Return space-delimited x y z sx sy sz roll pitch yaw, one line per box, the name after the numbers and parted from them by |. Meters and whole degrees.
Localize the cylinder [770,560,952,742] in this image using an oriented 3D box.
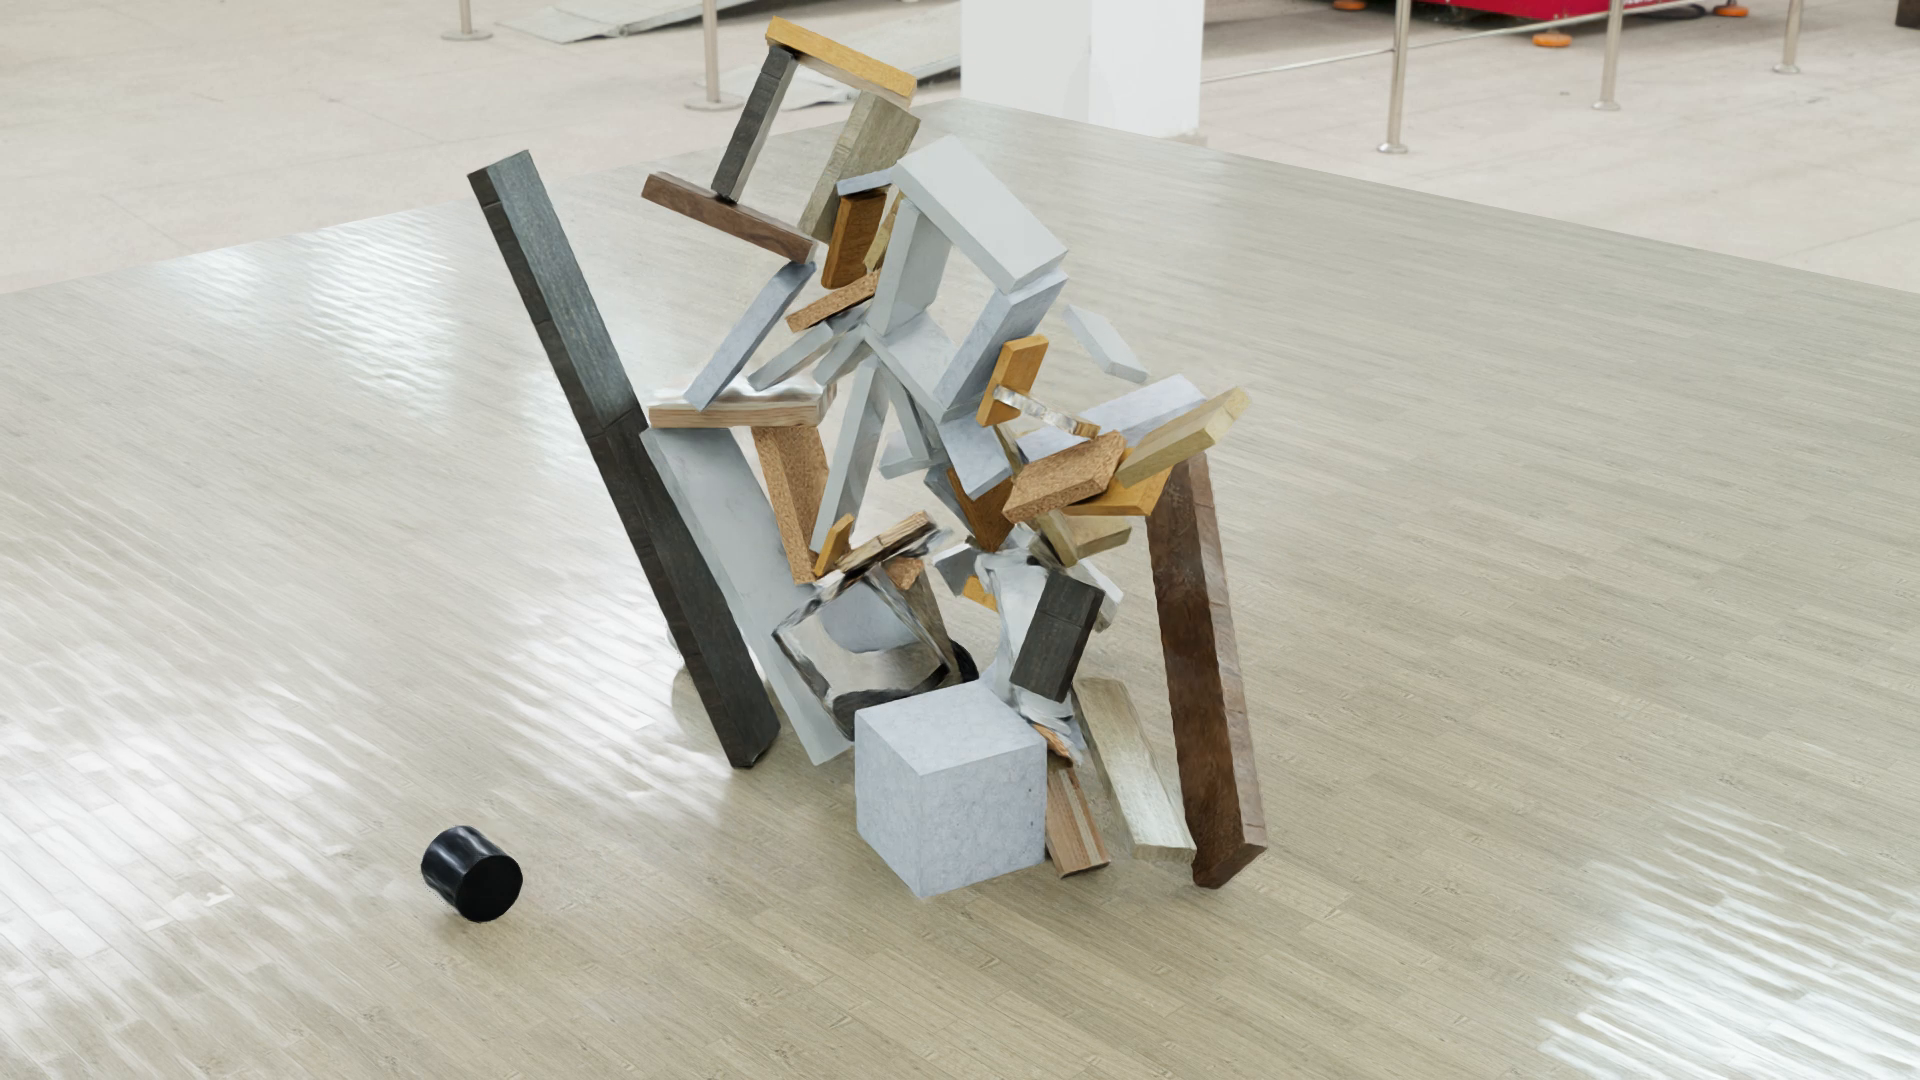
-0.200 0.224 4.461 0.263 0.263 0.263 -34 7 5 | cylinder

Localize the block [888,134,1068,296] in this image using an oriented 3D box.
0.033 -0.580 3.904 0.306 0.043 0.153 46 48 10 | block

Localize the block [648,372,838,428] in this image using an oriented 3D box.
-0.444 -0.288 4.510 0.352 0.050 0.176 0 24 10 | block

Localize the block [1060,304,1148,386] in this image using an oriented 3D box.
0.255 -0.346 3.885 0.091 0.026 0.182 15 30 -37 | block

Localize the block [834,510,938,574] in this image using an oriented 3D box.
-0.151 0.008 4.570 0.211 0.030 0.105 -30 -11 5 | block

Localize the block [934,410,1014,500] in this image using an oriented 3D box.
0.026 -0.177 4.195 0.095 0.027 0.191 -34 54 15 | block

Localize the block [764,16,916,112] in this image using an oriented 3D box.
-0.227 -0.916 4.229 0.294 0.042 0.147 23 0 -2 | block

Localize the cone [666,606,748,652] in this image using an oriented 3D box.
-0.537 0.272 4.999 0.212 0.212 0.212 -9 51 -20 | cone

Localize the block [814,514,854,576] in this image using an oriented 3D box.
-0.257 0.010 4.496 0.019 0.131 0.066 35 42 12 | block

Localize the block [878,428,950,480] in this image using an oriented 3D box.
-0.045 -0.201 4.442 0.239 0.034 0.120 -16 35 29 | block

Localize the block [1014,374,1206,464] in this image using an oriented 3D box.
0.297 -0.215 4.291 0.356 0.050 0.178 -22 22 -3 | block

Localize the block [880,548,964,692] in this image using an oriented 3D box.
-0.074 0.217 4.621 0.105 0.391 0.030 -26 -13 36 | block

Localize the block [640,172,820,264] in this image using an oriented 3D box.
-0.439 -0.623 4.249 0.335 0.047 0.167 22 11 -2 | block

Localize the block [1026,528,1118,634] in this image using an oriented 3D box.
0.235 0.078 4.555 0.033 0.234 0.117 -38 6 19 | block

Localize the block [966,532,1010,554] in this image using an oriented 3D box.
0.095 0.014 4.780 0.156 0.022 0.078 26 31 4 | block

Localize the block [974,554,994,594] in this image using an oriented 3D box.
0.092 0.083 4.548 0.101 0.029 0.202 17 11 -10 | block

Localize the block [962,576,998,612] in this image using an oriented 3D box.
0.155 0.129 4.644 0.155 0.044 0.310 26 12 31 | block

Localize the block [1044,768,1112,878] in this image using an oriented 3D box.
0.207 0.548 4.273 0.102 0.029 0.203 -11 65 -25 | block

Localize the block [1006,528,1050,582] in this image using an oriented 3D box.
0.157 0.034 4.739 0.078 0.022 0.156 8 36 -38 | block

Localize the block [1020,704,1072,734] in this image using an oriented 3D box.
0.164 0.343 4.201 0.099 0.014 0.049 26 4 -41 | block

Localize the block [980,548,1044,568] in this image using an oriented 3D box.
0.127 0.040 4.582 0.101 0.029 0.202 3 4 23 | block

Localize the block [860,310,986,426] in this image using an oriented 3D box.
-0.061 -0.339 4.183 0.129 0.037 0.258 -25 62 -32 | block

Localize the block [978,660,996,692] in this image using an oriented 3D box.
0.087 0.330 4.621 0.044 0.155 0.310 10 25 19 | block

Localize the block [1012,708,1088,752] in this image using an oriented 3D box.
0.177 0.372 4.366 0.102 0.029 0.203 -6 16 -31 | block

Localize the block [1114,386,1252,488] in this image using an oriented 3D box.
0.372 -0.171 3.692 0.244 0.035 0.122 -28 17 52 | block

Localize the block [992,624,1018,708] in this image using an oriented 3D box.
0.126 0.330 4.536 0.044 0.310 0.155 6 -2 34 | block

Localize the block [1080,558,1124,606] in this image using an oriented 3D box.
0.302 0.088 4.975 0.156 0.022 0.078 43 22 1 | block

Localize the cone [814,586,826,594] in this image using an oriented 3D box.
-0.346 0.302 4.883 0.289 0.289 0.289 0 50 -1 | cone

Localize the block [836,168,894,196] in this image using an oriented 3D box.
-0.133 -0.680 4.124 0.096 0.027 0.192 -20 11 -42 | block

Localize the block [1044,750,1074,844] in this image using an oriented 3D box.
0.177 0.495 4.340 0.102 0.203 0.029 -4 -9 -23 | block

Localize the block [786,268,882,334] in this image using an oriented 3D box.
-0.205 -0.476 4.263 0.254 0.036 0.127 -23 4 33 | block

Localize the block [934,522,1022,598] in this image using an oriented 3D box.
0.058 0.042 4.935 0.211 0.105 0.030 -23 30 15 | block
